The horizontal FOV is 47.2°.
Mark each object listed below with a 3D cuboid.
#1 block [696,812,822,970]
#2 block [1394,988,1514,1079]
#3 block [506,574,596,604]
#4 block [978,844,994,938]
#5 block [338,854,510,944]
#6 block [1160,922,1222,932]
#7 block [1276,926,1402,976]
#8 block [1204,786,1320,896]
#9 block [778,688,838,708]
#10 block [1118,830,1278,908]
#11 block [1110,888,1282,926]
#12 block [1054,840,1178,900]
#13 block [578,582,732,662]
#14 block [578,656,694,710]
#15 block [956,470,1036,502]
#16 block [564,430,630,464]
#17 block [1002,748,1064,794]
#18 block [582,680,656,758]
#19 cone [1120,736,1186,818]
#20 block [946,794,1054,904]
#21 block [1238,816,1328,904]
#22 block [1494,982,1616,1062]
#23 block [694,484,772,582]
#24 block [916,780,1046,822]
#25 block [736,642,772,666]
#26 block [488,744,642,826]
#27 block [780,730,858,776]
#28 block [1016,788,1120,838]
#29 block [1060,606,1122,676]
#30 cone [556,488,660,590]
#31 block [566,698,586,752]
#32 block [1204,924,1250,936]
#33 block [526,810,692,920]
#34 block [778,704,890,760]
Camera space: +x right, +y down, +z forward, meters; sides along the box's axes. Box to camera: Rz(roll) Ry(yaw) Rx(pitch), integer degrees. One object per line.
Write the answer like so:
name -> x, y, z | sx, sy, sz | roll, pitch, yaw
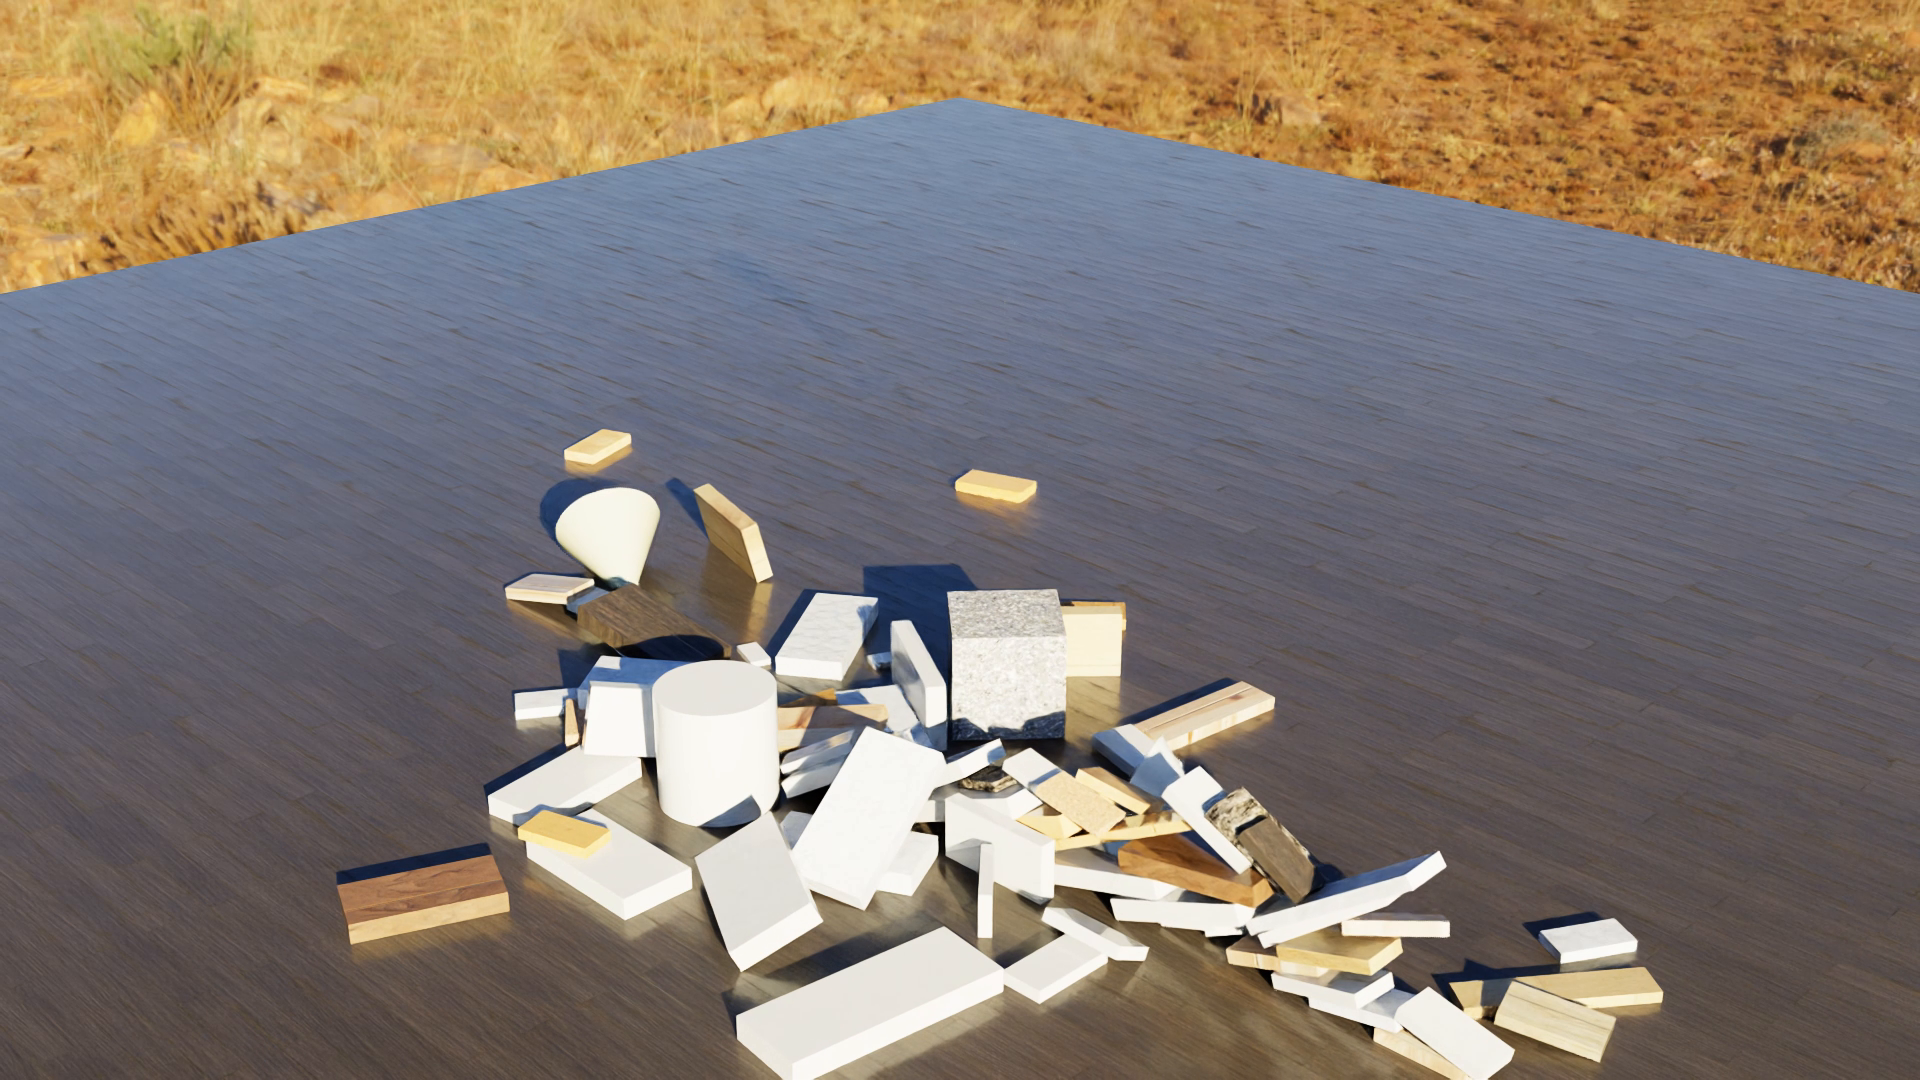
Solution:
block -> -0.377, 0.647, 4.082 | 0.170, 0.048, 0.340 | -31, 28, -3
block -> 0.827, 0.828, 3.680 | 0.090, 0.025, 0.179 | -21, 43, -40
block -> -1.007, 0.120, 5.401 | 0.202, 0.029, 0.101 | 4, 21, 33
block -> 0.050, 0.654, 4.105 | 0.025, 0.090, 0.180 | 1, 23, 2
block -> -1.007, 0.672, 4.125 | 0.292, 0.041, 0.146 | -9, 25, -21
block -> 0.436, 0.697, 4.056 | 0.120, 0.017, 0.060 | -1, 16, 38
block -> 0.658, 0.711, 3.821 | 0.194, 0.028, 0.097 | 0, 16, 45
block -> 0.538, 0.534, 3.912 | 0.198, 0.028, 0.099 | 45, 42, 20
block -> -0.345, 0.376, 4.791 | 0.162, 0.023, 0.081 | -18, 26, -3
block -> 0.451, 0.585, 3.995 | 0.296, 0.042, 0.148 | 10, 24, 41
block -> 0.436, 0.653, 4.035 | 0.296, 0.042, 0.148 | -7, 12, 46
block -> 0.300, 0.614, 4.158 | 0.296, 0.042, 0.148 | 1, 18, 45
block -> -0.704, 0.218, 5.057 | 0.336, 0.048, 0.168 | 30, 37, 31
block -> -0.648, 0.323, 4.817 | 0.336, 0.048, 0.168 | 4, 23, 8
block -> 0.100, -0.149, 6.077 | 0.200, 0.028, 0.100 | 11, 26, 25
block -> -1.048, -0.271, 6.364 | 0.097, 0.027, 0.193 | 10, 25, 23
block -> 0.161, 0.459, 4.237 | 0.074, 0.021, 0.149 | -22, 43, -41
block -> -0.636, 0.379, 4.608 | 0.292, 0.146, 0.041 | 5, 12, -17
cone -> 0.433, 0.530, 4.398 | 0.202, 0.202, 0.202 | 33, 31, 8
block -> 0.074, 0.590, 4.209 | 0.253, 0.126, 0.036 | 21, 31, 40
block -> 0.566, 0.562, 3.859 | 0.077, 0.022, 0.154 | -19, 58, -42
block -> 1.017, 0.822, 3.757 | 0.182, 0.026, 0.091 | 17, 35, 24
block -> -0.580, -0.020, 5.603 | 0.044, 0.154, 0.309 | -26, 31, -20
block -> 0.045, 0.507, 4.355 | 0.158, 0.045, 0.316 | -23, 9, -41
block -> -0.479, 0.267, 5.114 | 0.049, 0.014, 0.097 | -11, 25, -23
block -> -0.809, 0.505, 4.517 | 0.146, 0.041, 0.292 | 15, 27, 32
block -> -0.290, 0.439, 4.539 | 0.156, 0.022, 0.078 | -21, 11, 10
block -> 0.143, 0.533, 4.298 | 0.158, 0.045, 0.316 | -22, 9, -41
block -> 0.211, 0.232, 5.017 | 0.310, 0.155, 0.044 | 0, 23, -1
cone -> -0.847, 0.057, 5.476 | 0.265, 0.265, 0.265 | -8, 51, -19
block -> -0.684, 0.394, 4.771 | 0.336, 0.048, 0.168 | -3, 23, -8
block -> 0.514, 0.703, 4.035 | 0.120, 0.017, 0.060 | -8, 13, 21
block -> -0.678, 0.621, 4.239 | 0.158, 0.045, 0.316 | -21, 31, -40
block -> -0.287, 0.407, 4.652 | 0.252, 0.036, 0.126 | -4, 36, 21
